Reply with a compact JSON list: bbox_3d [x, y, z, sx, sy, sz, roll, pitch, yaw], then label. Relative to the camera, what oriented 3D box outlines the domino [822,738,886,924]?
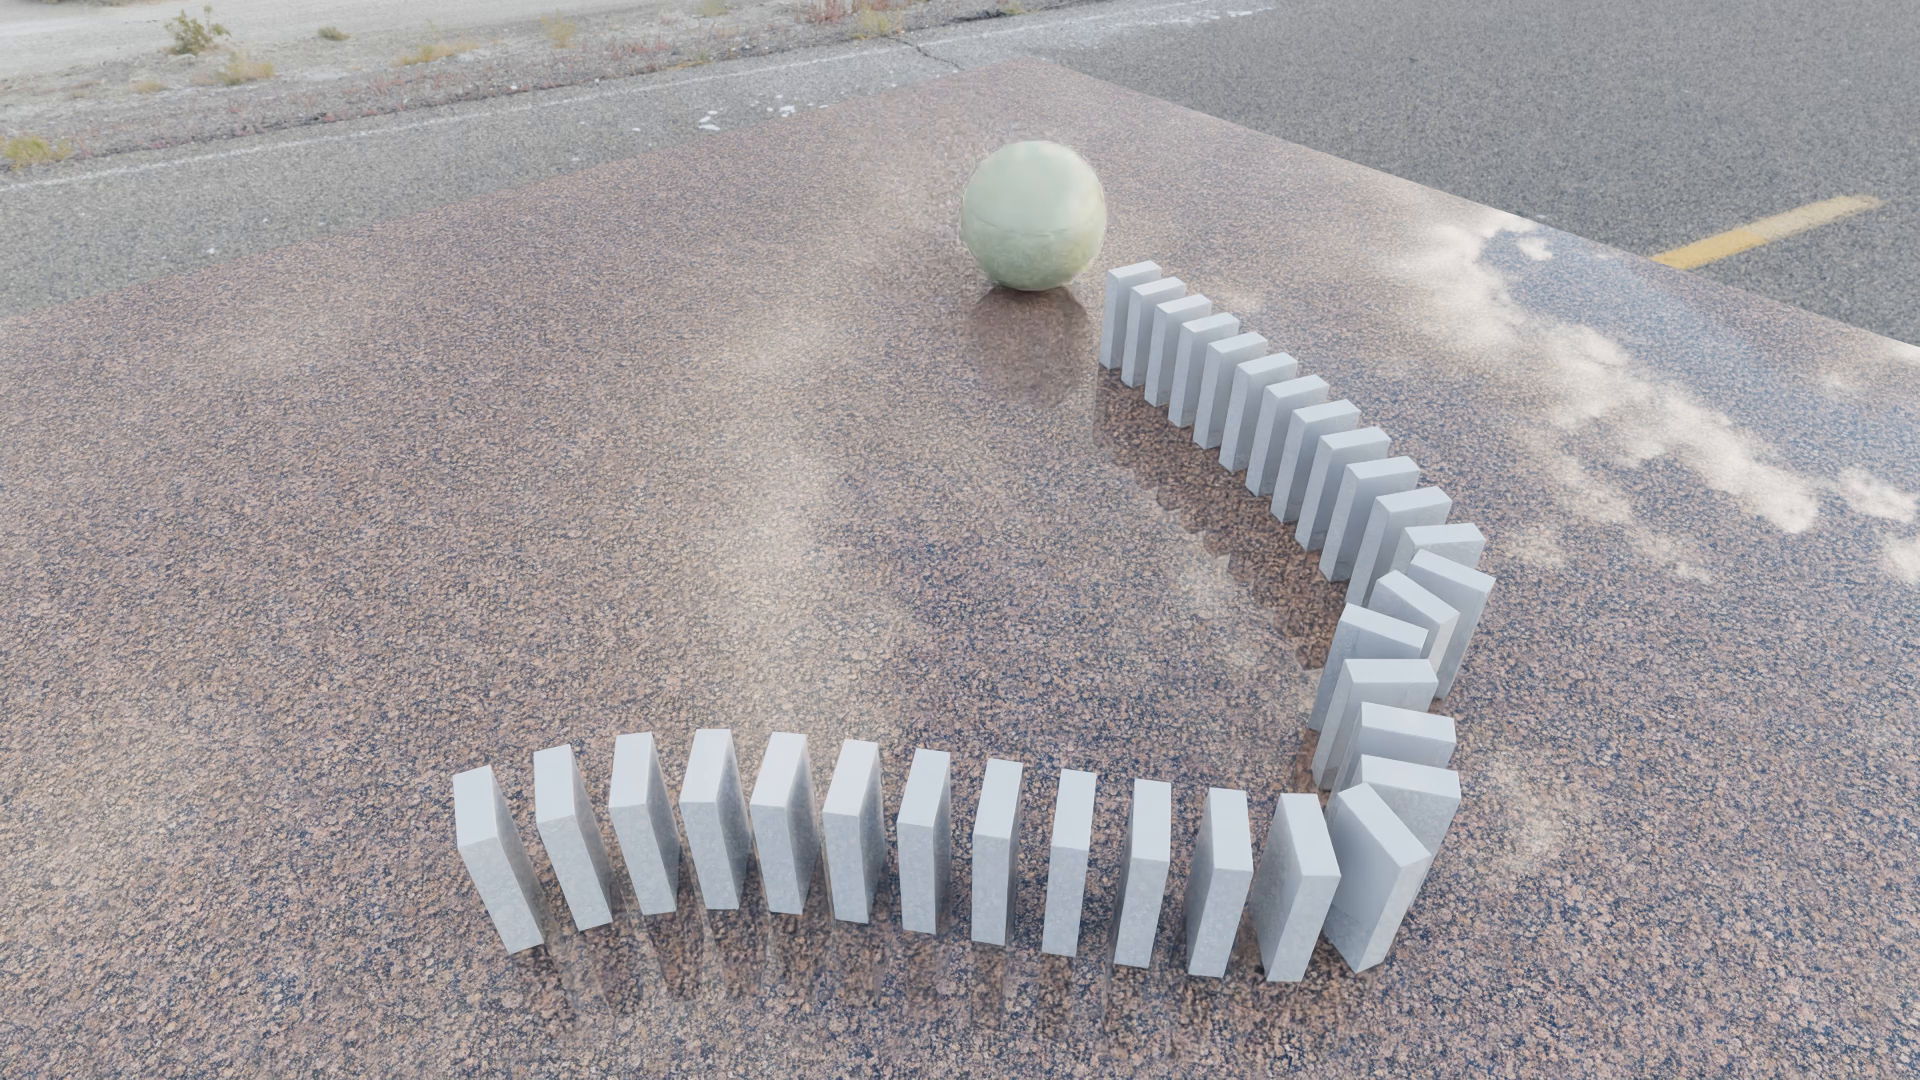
[{"bbox_3d":[-0.029,0.083,0.311,0.009,0.050,0.025,6,40,7],"label":"domino"}]

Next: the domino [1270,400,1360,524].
[{"bbox_3d":[0.145,-0.032,0.450,0.025,0.050,0.009,-12,41,-15],"label":"domino"}]

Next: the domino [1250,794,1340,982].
[{"bbox_3d":[0.089,0.094,0.296,0.009,0.050,0.025,0,39,0],"label":"domino"}]

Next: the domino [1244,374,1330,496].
[{"bbox_3d":[0.138,-0.044,0.465,0.025,0.050,0.009,-15,42,-18],"label":"domino"}]

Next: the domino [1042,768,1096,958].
[{"bbox_3d":[0.030,0.089,0.302,0.010,0.050,0.025,6,40,8],"label":"domino"}]

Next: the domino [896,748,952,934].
[{"bbox_3d":[-0.010,0.085,0.308,0.009,0.050,0.025,6,40,8],"label":"domino"}]

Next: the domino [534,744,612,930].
[{"bbox_3d":[-0.108,0.084,0.309,0.009,0.050,0.025,-12,41,-14],"label":"domino"}]

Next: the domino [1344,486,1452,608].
[{"bbox_3d":[0.161,0.005,0.406,0.025,0.050,0.010,-10,40,-12],"label":"domino"}]

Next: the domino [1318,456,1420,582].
[{"bbox_3d":[0.156,-0.007,0.421,0.025,0.050,0.009,-8,40,-10],"label":"domino"}]

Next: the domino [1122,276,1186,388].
[{"bbox_3d":[0.094,-0.101,0.534,0.025,0.050,0.010,-18,43,-21],"label":"domino"}]

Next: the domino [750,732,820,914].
[{"bbox_3d":[-0.049,0.081,0.313,0.010,0.050,0.025,4,40,5],"label":"domino"}]

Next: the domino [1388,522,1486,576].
[{"bbox_3d":[0.165,0.017,0.390,0.025,0.050,0.009,-4,39,-5],"label":"domino"}]

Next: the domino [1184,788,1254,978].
[{"bbox_3d":[0.069,0.093,0.298,0.009,0.050,0.025,4,40,5],"label":"domino"}]

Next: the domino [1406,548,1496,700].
[{"bbox_3d":[0.161,0.029,0.376,0.025,0.050,0.009,26,46,28],"label":"domino"}]

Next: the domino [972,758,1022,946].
[{"bbox_3d":[0.010,0.087,0.305,0.009,0.050,0.025,7,40,8],"label":"domino"}]

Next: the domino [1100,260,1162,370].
[{"bbox_3d":[0.084,-0.112,0.548,0.025,0.050,0.010,-18,43,-21],"label":"domino"}]

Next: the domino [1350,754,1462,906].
[{"bbox_3d":[0.121,0.083,0.311,0.025,0.050,0.010,9,40,11],"label":"domino"}]

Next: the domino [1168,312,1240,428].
[{"bbox_3d":[0.112,-0.078,0.507,0.025,0.050,0.010,-17,42,-20],"label":"domino"}]

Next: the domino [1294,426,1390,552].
[{"bbox_3d":[0.151,-0.020,0.436,0.025,0.050,0.009,-10,40,-12],"label":"domino"}]

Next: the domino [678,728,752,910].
[{"bbox_3d":[-0.069,0.080,0.314,0.010,0.050,0.025,0,39,0],"label":"domino"}]

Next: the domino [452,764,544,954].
[{"bbox_3d":[-0.127,0.089,0.303,0.010,0.050,0.025,-15,42,-17],"label":"domino"}]

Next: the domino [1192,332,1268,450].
[{"bbox_3d":[0.121,-0.067,0.493,0.025,0.050,0.009,-17,42,-20],"label":"domino"}]

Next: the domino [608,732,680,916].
[{"bbox_3d":[-0.089,0.081,0.313,0.009,0.050,0.025,-6,40,-7],"label":"domino"}]

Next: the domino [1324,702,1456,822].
[{"bbox_3d":[0.126,0.071,0.325,0.025,0.050,0.009,9,40,11],"label":"domino"}]

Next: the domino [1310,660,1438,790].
[{"bbox_3d":[0.127,0.058,0.341,0.025,0.050,0.010,0,39,0],"label":"domino"}]

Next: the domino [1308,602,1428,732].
[{"bbox_3d":[0.131,0.046,0.356,0.025,0.050,0.009,20,43,23],"label":"domino"}]

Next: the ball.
[{"bbox_3d":[0.040,-0.178,0.605,0.080,0.080,0.080,0,39,0],"label":"ball"}]

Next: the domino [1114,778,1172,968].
[{"bbox_3d":[0.050,0.091,0.300,0.009,0.050,0.025,6,40,7],"label":"domino"}]

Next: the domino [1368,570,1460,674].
[{"bbox_3d":[0.146,0.037,0.366,0.010,0.050,0.025,-23,45,-25],"label":"domino"}]

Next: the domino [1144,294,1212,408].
[{"bbox_3d":[0.103,-0.089,0.520,0.025,0.050,0.010,-18,43,-21],"label":"domino"}]

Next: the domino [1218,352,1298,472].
[{"bbox_3d":[0.129,-0.055,0.479,0.025,0.050,0.010,-17,42,-19],"label":"domino"}]

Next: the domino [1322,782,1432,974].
[{"bbox_3d":[0.109,0.092,0.299,0.010,0.050,0.025,-15,42,-18],"label":"domino"}]
